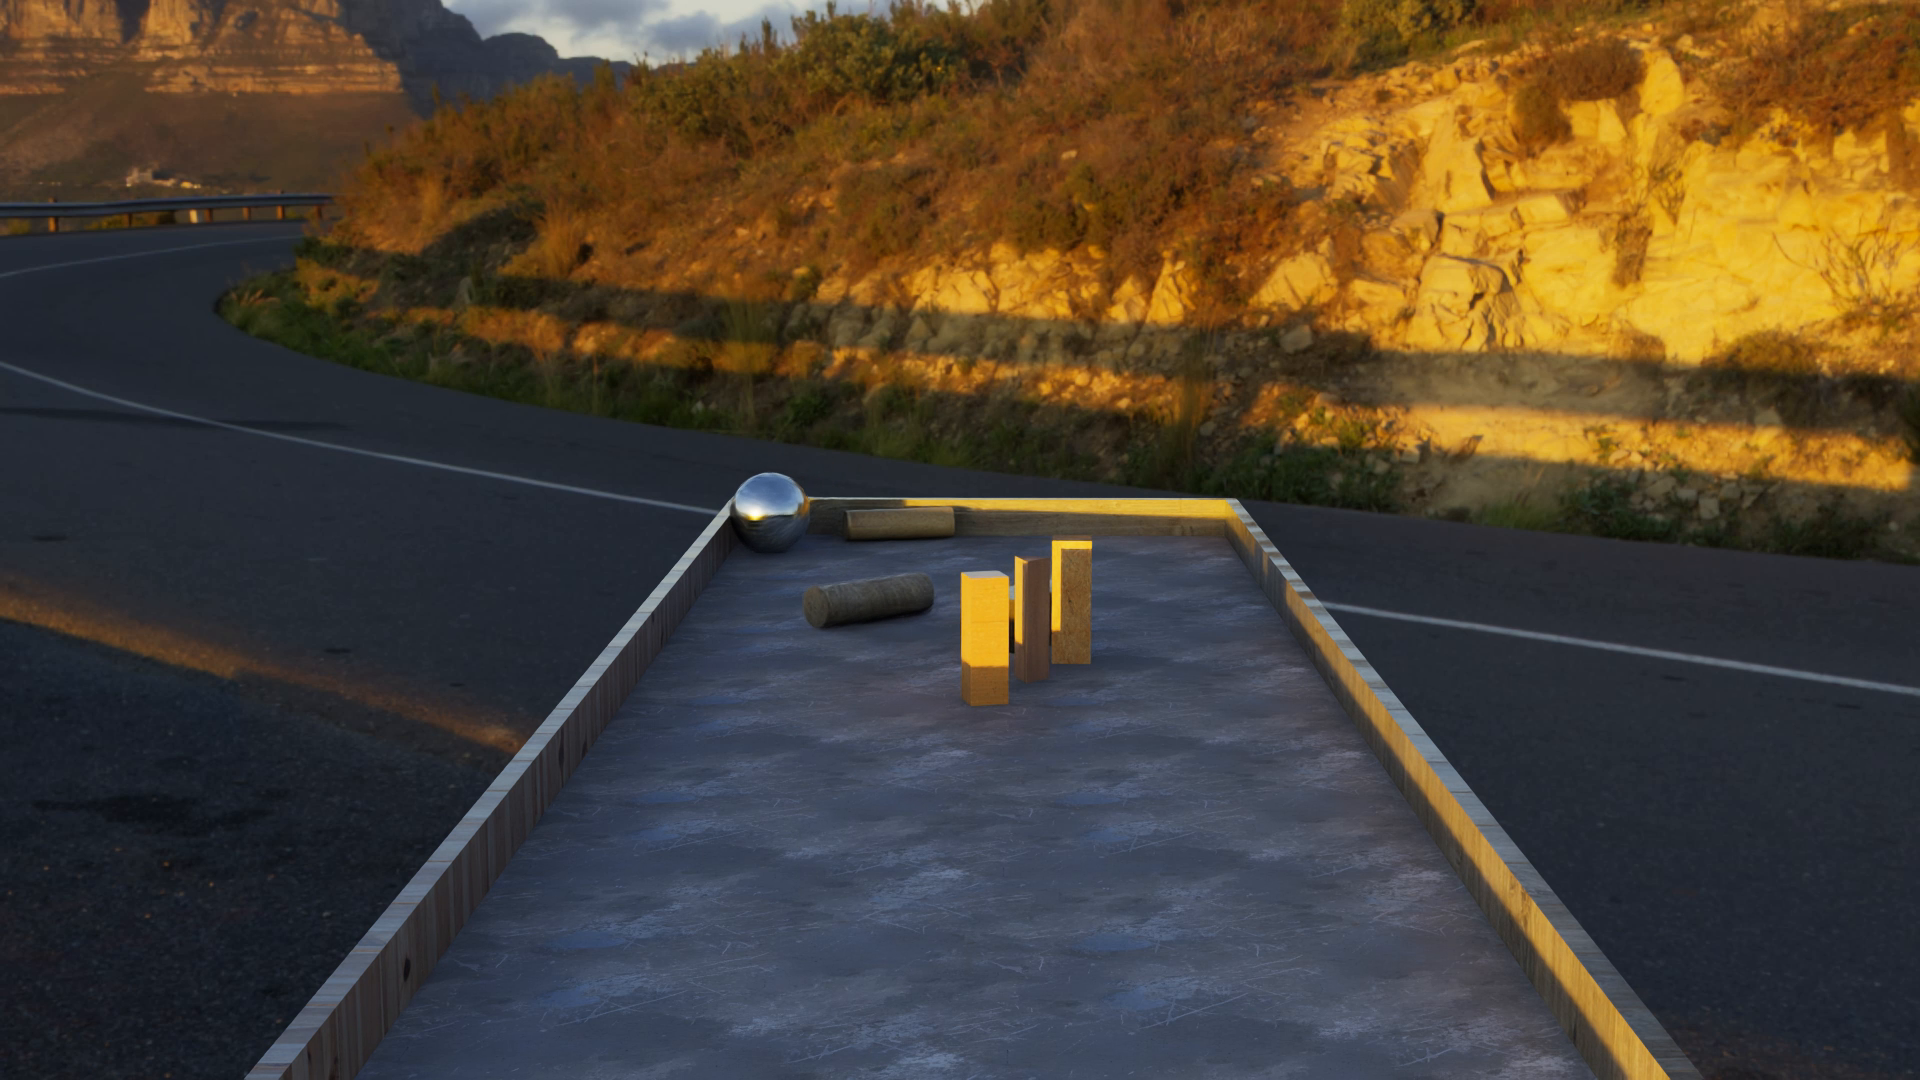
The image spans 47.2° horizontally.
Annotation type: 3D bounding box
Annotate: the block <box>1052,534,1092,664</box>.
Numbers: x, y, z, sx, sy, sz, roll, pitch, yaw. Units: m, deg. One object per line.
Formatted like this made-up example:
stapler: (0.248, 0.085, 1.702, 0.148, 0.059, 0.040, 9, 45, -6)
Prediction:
block: (0.339, 0.179, 6.677, 0.118, 0.376, 0.118, 0, 9, 3)

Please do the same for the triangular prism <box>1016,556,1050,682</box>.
triangular prism: (0.195, 0.228, 6.424, 0.087, 0.358, 0.101, 8, 12, 42)

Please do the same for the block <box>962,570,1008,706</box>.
block: (0.070, 0.273, 6.138, 0.108, 0.359, 0.108, -2, 9, -14)

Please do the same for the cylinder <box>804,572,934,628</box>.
cylinder: (-0.301, 0.199, 7.325, 0.447, 0.135, 0.135, -7, 12, -39)

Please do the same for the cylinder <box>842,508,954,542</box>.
cylinder: (-0.252, -0.065, 9.016, 0.443, 0.127, 0.127, -2, 9, -13)

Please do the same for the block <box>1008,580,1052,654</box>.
block: (0.225, 0.239, 6.963, 0.169, 0.169, 0.356, 7, 12, 39)

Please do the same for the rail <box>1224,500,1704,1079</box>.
rail: (1.046, 0.843, 3.208, 0.050, 0.150, 12.000, 0, 9, 1)

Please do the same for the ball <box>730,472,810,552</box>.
ball: (-0.750, -0.109, 8.689, 0.316, 0.316, 0.316, 0, 9, 0)

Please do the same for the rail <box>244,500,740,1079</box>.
rail: (-1.004, 0.839, 3.234, 0.050, 0.150, 12.000, 0, 9, 1)

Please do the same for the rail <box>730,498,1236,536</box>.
rail: (0.099, -0.098, 9.147, 2.100, 0.150, 0.050, 0, 9, 1)
